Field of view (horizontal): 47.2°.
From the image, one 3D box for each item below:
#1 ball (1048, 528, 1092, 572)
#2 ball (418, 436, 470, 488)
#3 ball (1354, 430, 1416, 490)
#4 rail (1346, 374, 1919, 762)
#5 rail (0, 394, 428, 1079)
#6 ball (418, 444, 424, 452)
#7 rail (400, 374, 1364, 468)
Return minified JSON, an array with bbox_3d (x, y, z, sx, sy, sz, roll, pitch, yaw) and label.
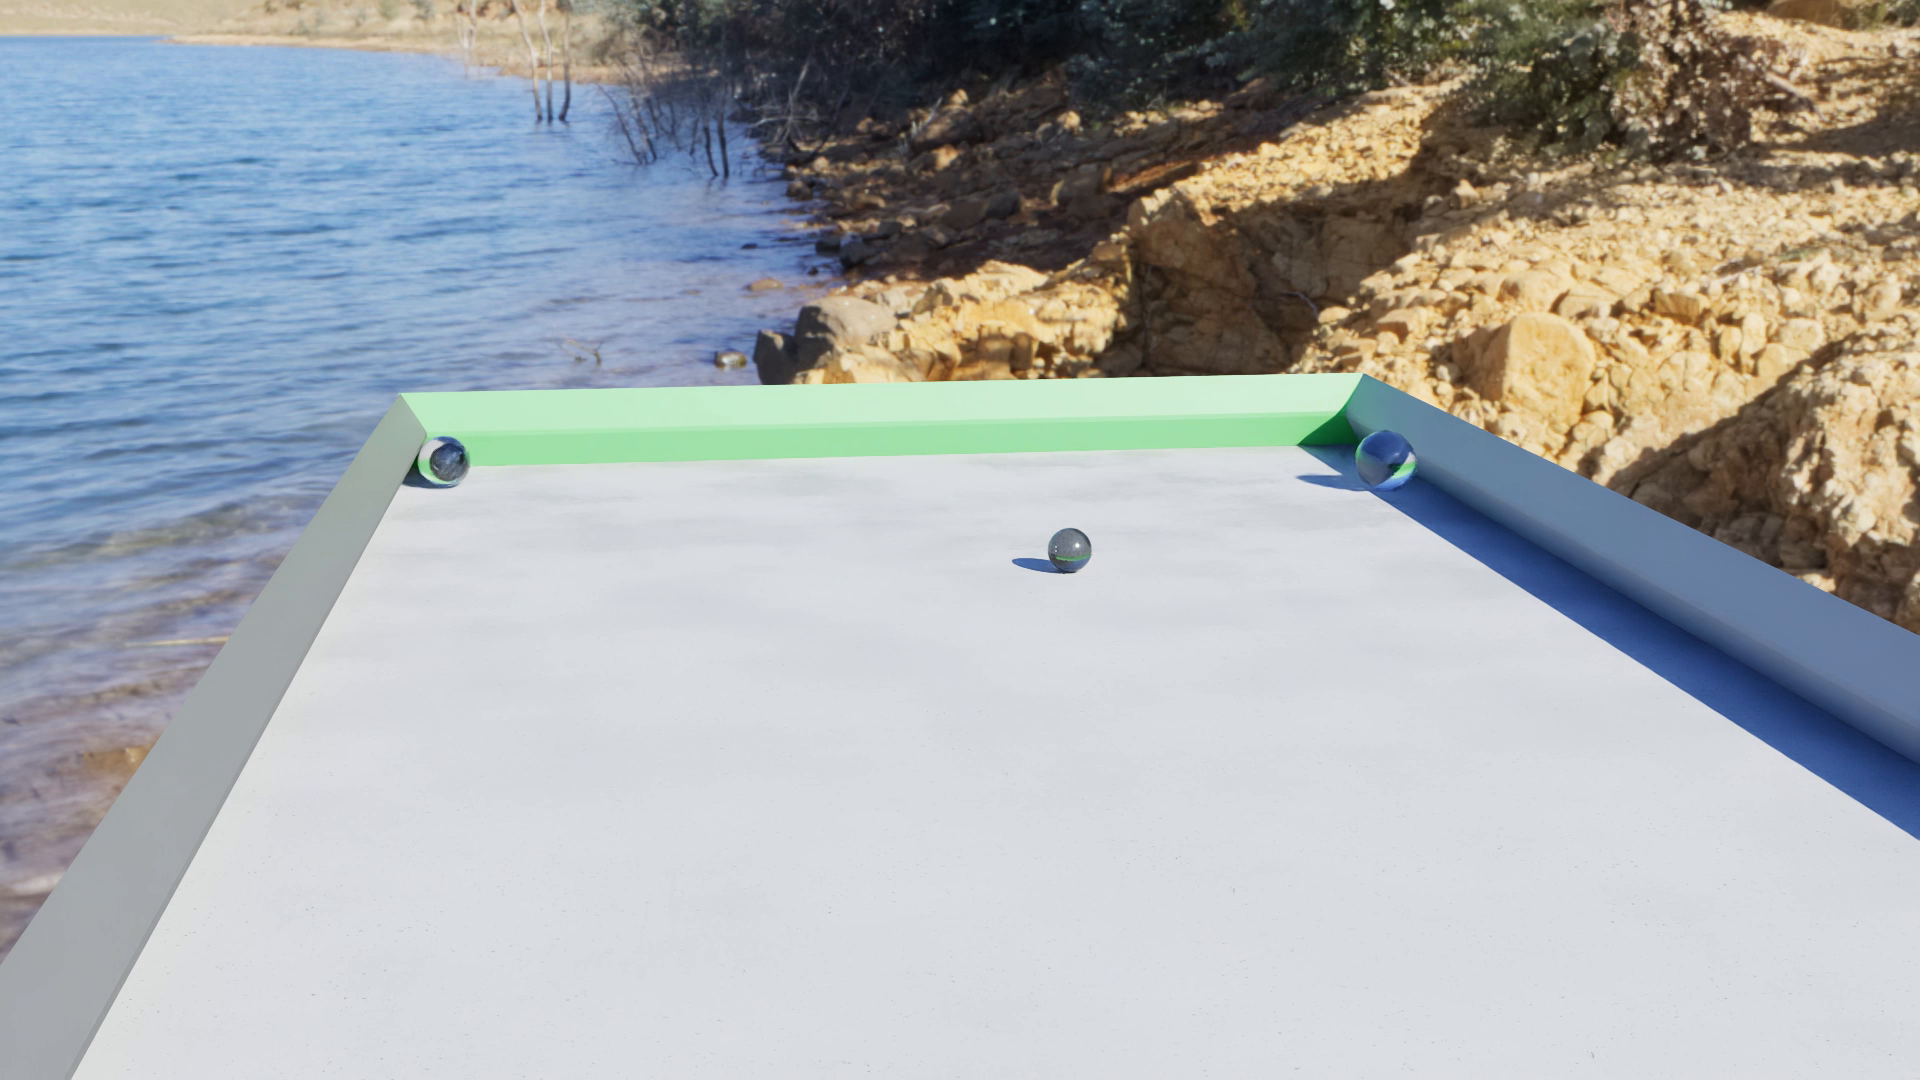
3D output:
[{"bbox_3d":[0.144,0.013,2.874,0.058,0.058,0.058,0,13,0],"label":"ball"},{"bbox_3d":[-0.801,-0.122,3.413,0.080,0.080,0.080,0,13,0],"label":"ball"},{"bbox_3d":[0.654,-0.122,3.385,0.093,0.093,0.093,0,13,0],"label":"ball"},{"bbox_3d":[0.881,0.122,2.255,0.045,0.121,3.136,-2,13,-8],"label":"rail"},{"bbox_3d":[-0.668,0.169,2.048,0.045,0.121,3.136,-2,13,-8],"label":"rail"},{"bbox_3d":[-0.835,-0.131,3.502,0.058,0.058,0.058,0,13,0],"label":"ball"},{"bbox_3d":[-0.103,-0.196,3.642,1.611,0.121,0.045,-2,13,-8],"label":"rail"}]
